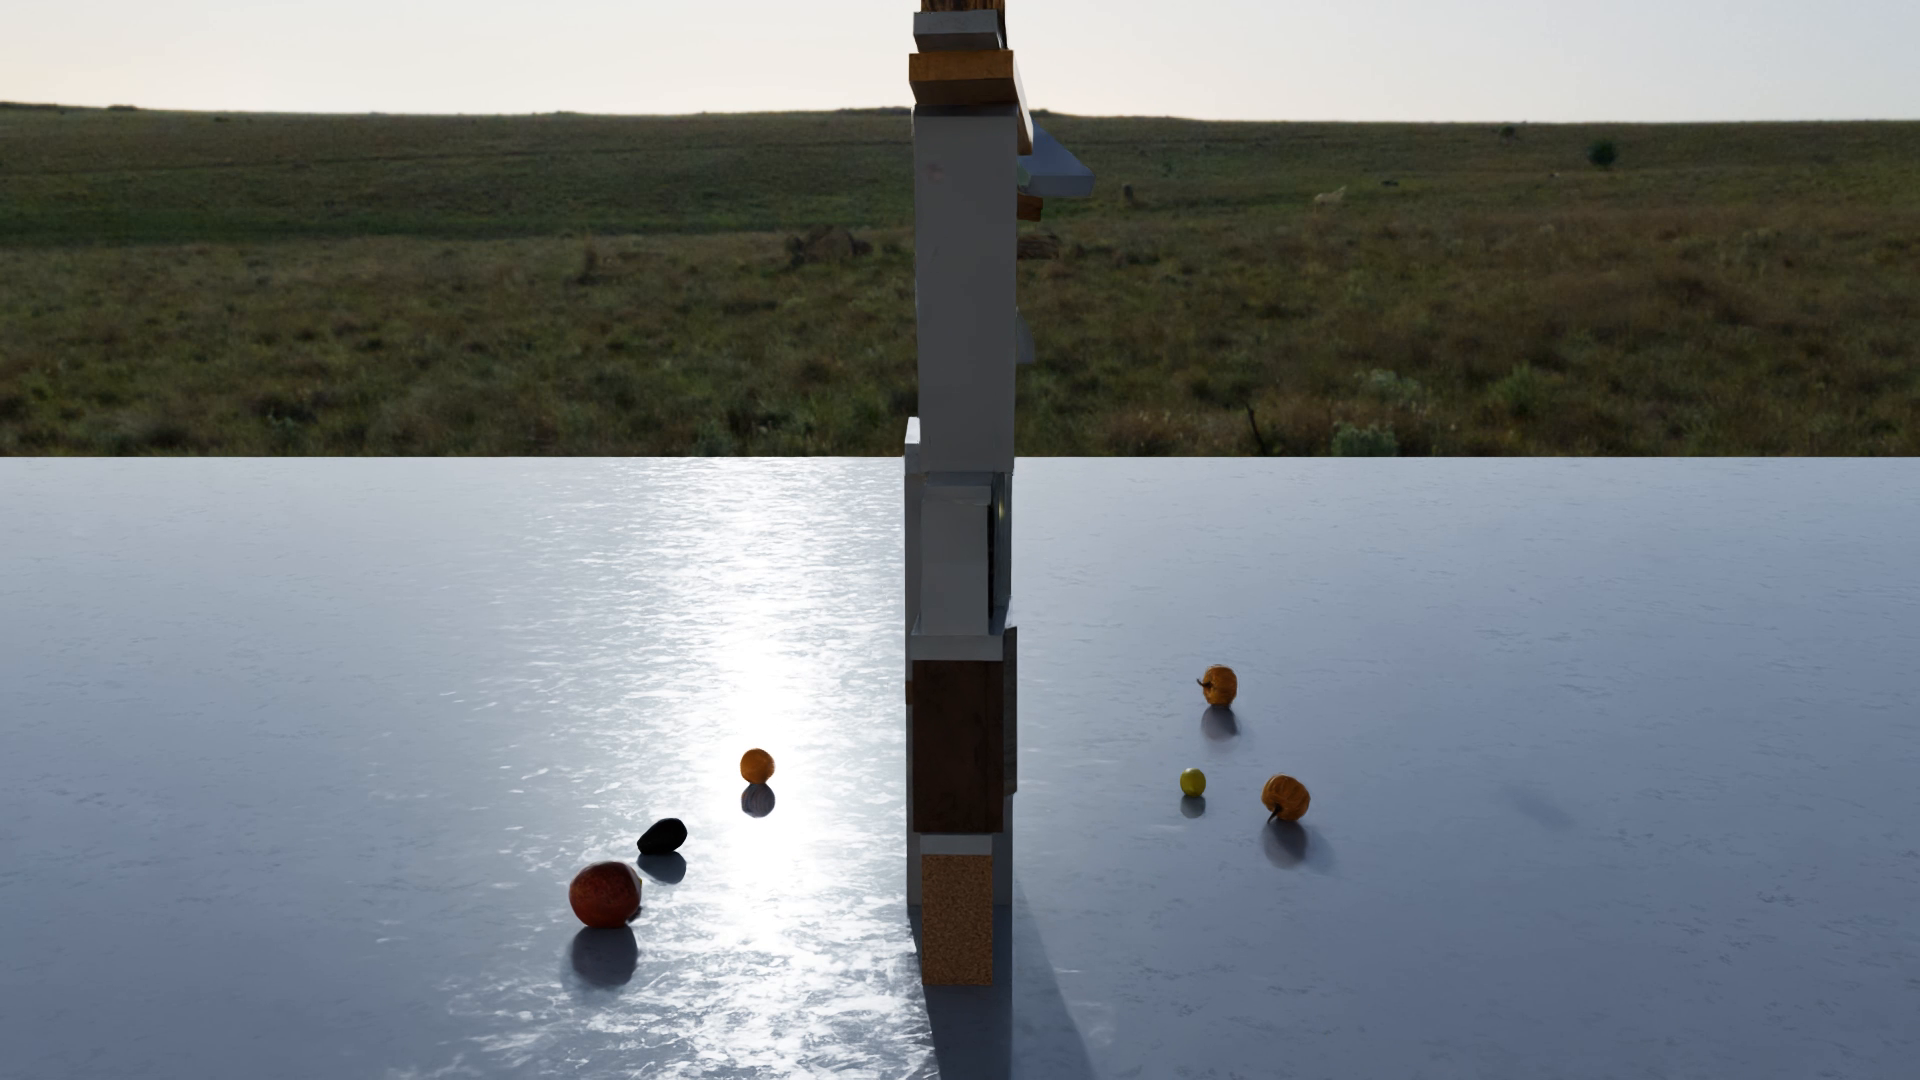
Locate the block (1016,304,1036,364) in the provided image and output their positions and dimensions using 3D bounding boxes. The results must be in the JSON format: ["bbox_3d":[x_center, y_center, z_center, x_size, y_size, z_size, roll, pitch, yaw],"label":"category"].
[{"bbox_3d":[0.040,-0.391,4.033,0.147,0.042,0.403,-2,-10,9],"label":"block"}]

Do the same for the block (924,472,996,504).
[{"bbox_3d":[0.001,-0.080,3.197,0.095,0.027,0.189,0,10,3],"label":"block"}]

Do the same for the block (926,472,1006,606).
[{"bbox_3d":[0.008,-0.137,3.321,0.118,0.474,0.033,0,5,4],"label":"block"}]

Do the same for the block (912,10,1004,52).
[{"bbox_3d":[0.004,-0.644,2.922,0.108,0.031,0.216,0,-10,6],"label":"block"}]

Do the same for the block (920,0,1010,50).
[{"bbox_3d":[0.009,-0.674,2.927,0.108,0.031,0.216,0,-10,4],"label":"block"}]

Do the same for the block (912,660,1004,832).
[{"bbox_3d":[-0.002,0.296,3.223,0.132,0.265,0.037,0,10,2],"label":"block"}]

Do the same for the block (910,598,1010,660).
[{"bbox_3d":[0.004,0.131,3.284,0.132,0.037,0.265,0,10,4],"label":"block"}]

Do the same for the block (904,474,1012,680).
[{"bbox_3d":[-0.003,0.054,3.465,0.167,0.334,0.047,0,11,1],"label":"block"}]

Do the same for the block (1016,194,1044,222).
[{"bbox_3d":[0.034,-0.536,3.478,0.128,0.036,0.394,7,9,-9],"label":"block"}]

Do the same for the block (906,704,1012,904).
[{"bbox_3d":[-0.001,0.424,3.610,0.174,0.348,0.049,0,11,0],"label":"block"}]

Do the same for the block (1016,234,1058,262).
[{"bbox_3d":[0.068,-0.528,4.005,0.147,0.042,0.294,-2,6,18],"label":"block"}]

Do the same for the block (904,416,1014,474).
[{"bbox_3d":[-0.002,-0.154,3.531,0.167,0.047,0.334,0,10,0],"label":"block"}]

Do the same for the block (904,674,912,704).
[{"bbox_3d":[-0.001,0.207,3.688,0.174,0.049,0.348,0,11,0],"label":"block"}]

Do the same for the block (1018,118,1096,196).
[{"bbox_3d":[0.098,-0.636,3.570,0.128,0.036,0.256,-5,39,-34],"label":"block"}]

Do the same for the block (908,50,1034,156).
[{"bbox_3d":[0.019,-0.592,2.999,0.138,0.039,0.275,-1,-11,7],"label":"block"}]

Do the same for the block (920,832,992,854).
[{"bbox_3d":[-0.003,0.427,3.321,0.104,0.030,0.209,0,11,2],"label":"block"}]

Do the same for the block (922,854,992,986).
[{"bbox_3d":[-0.004,0.558,3.271,0.104,0.209,0.030,0,11,1],"label":"block"}]

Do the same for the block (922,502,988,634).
[{"bbox_3d":[-0.007,0.040,3.143,0.094,0.189,0.027,0,3,1],"label":"block"}]

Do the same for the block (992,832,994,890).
[{"bbox_3d":[-0.001,0.532,3.411,0.104,0.209,0.030,0,11,1],"label":"block"}]

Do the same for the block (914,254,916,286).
[{"bbox_3d":[-0.006,-0.465,3.817,0.147,0.042,0.294,-3,2,-1],"label":"block"}]

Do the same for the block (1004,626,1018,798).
[{"bbox_3d":[0.024,0.258,3.425,0.132,0.265,0.037,7,13,35],"label":"block"}]

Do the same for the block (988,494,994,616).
[{"bbox_3d":[0.003,0.018,3.264,0.094,0.189,0.027,0,3,3],"label":"block"}]

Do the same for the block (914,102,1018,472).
[{"bbox_3d":[0.009,-0.341,3.078,0.138,0.567,0.039,1,36,2],"label":"block"}]
